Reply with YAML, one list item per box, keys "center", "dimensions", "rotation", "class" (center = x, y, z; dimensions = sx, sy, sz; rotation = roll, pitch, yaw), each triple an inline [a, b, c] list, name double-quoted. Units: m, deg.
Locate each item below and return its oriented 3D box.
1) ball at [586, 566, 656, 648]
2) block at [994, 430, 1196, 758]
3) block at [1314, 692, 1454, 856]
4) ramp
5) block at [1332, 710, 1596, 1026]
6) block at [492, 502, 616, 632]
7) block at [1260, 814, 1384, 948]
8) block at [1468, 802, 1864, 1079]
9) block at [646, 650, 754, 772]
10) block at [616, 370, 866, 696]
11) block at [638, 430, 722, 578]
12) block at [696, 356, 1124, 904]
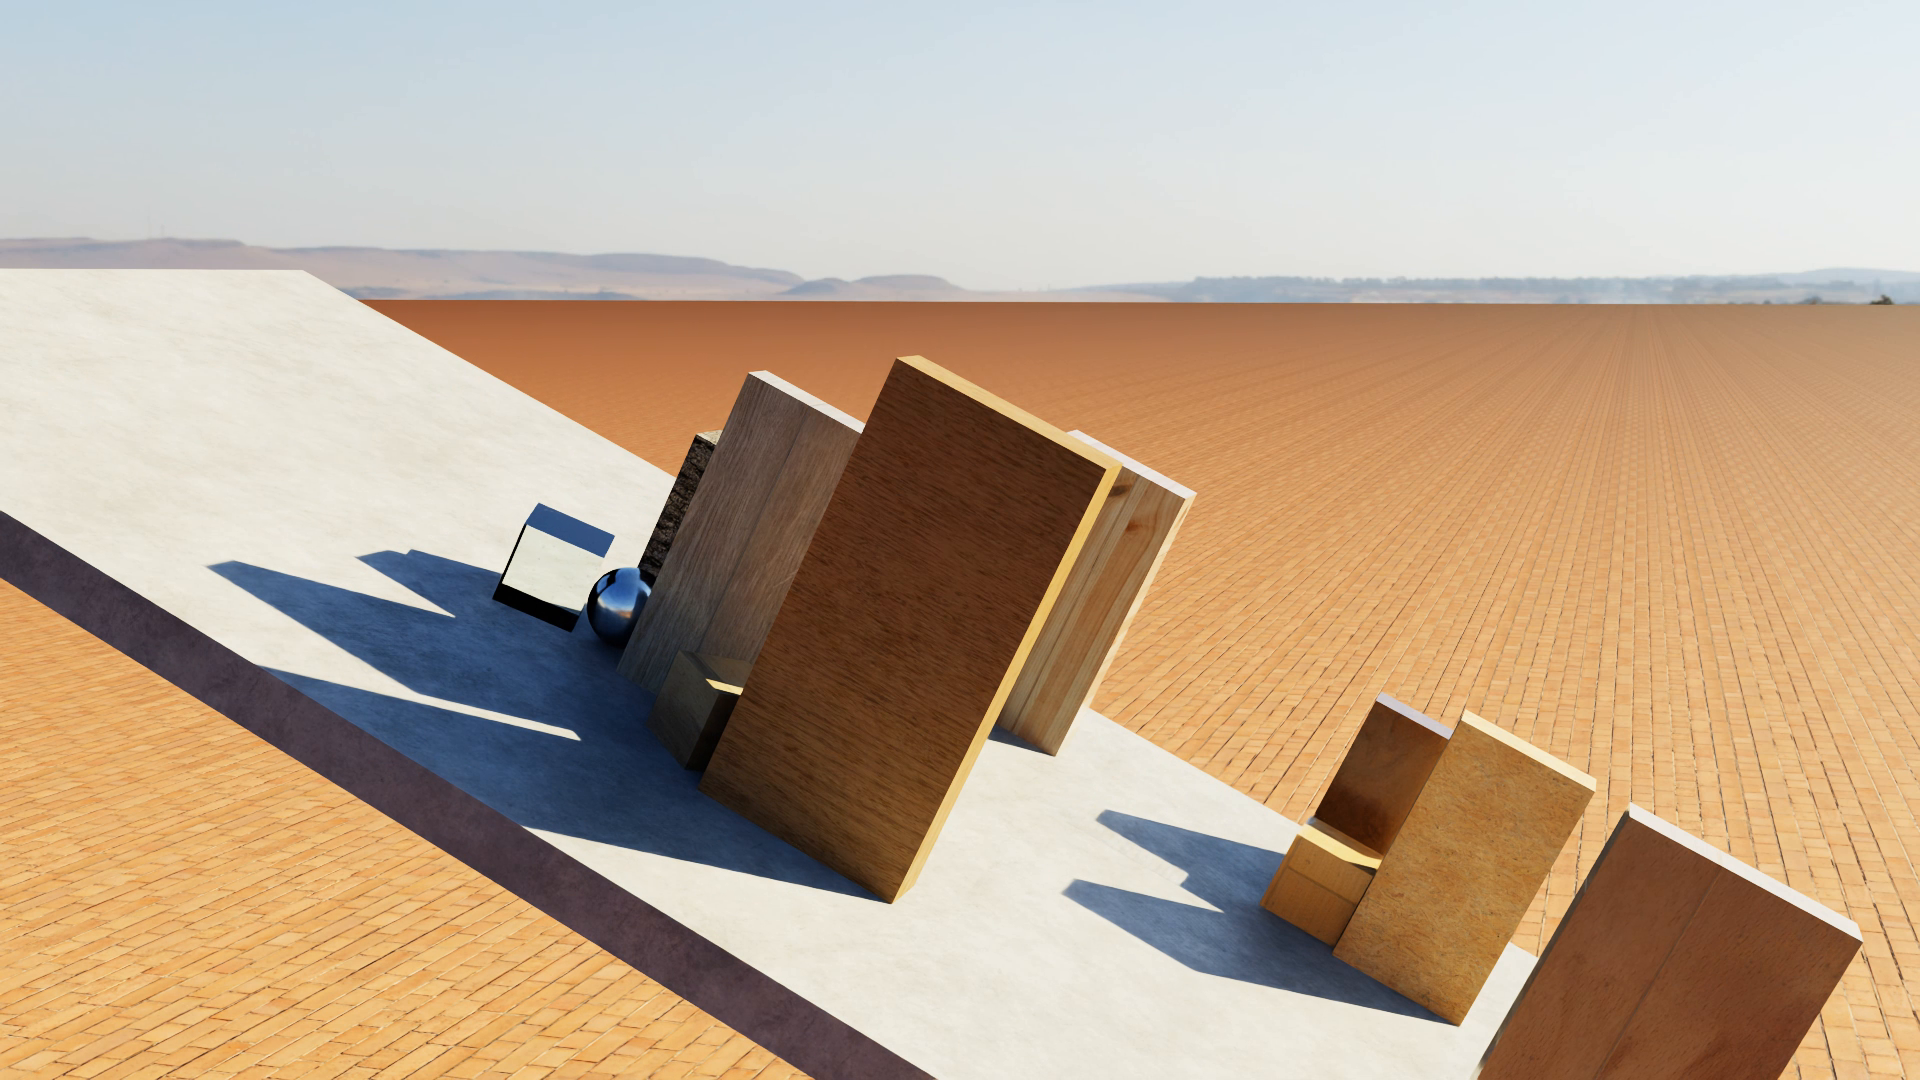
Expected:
- center: [-0.613, 0.125, 4.063]
  dimensions: [0.152, 0.152, 0.152]
  rotation: [0, 7, 0]
  class: "ball"
- center: [0.223, 0.111, 4.626]
  dimensions: [0.288, 0.615, 0.122]
  rotation: [29, 14, 12]
  class: "block"
- center: [0.930, 0.583, 4.573]
  dimensions: [0.344, 0.409, 0.100]
  rotation: [29, 14, 12]
  class: "block"
- center: [-0.248, 0.418, 4.161]
  dimensions: [4.000, 0.100, 2.000]
  rotation: [29, 14, 12]
  class: "ramp"
- center: [0.962, 0.627, 4.209]
  dimensions: [0.274, 0.529, 0.105]
  rotation: [29, 14, 12]
  class: "block"
- center: [-0.753, 0.050, 4.084]
  dimensions: [0.156, 0.156, 0.156]
  rotation: [24, 14, -7]
  class: "block"
- center: [0.719, 0.676, 4.368]
  dimensions: [0.165, 0.165, 0.165]
  rotation: [29, 14, 13]
  class: "block"
- center: [0.877, 0.774, 3.005]
  dimensions: [0.328, 0.768, 0.084]
  rotation: [29, 14, 12]
  class: "block"
- center: [-0.417, 0.299, 3.773]
  dimensions: [0.149, 0.149, 0.149]
  rotation: [13, 18, -42]
  class: "block"
- center: [-0.297, 0.069, 3.881]
  dimensions: [0.432, 0.602, 0.081]
  rotation: [29, 14, 12]
  class: "block"
- center: [-0.426, 0.048, 4.137]
  dimensions: [0.306, 0.409, 0.115]
  rotation: [29, 14, 12]
  class: "block"
- center: [-0.088, 0.145, 3.556]
  dimensions: [0.378, 0.797, 0.115]
  rotation: [29, 14, 12]
  class: "block"
